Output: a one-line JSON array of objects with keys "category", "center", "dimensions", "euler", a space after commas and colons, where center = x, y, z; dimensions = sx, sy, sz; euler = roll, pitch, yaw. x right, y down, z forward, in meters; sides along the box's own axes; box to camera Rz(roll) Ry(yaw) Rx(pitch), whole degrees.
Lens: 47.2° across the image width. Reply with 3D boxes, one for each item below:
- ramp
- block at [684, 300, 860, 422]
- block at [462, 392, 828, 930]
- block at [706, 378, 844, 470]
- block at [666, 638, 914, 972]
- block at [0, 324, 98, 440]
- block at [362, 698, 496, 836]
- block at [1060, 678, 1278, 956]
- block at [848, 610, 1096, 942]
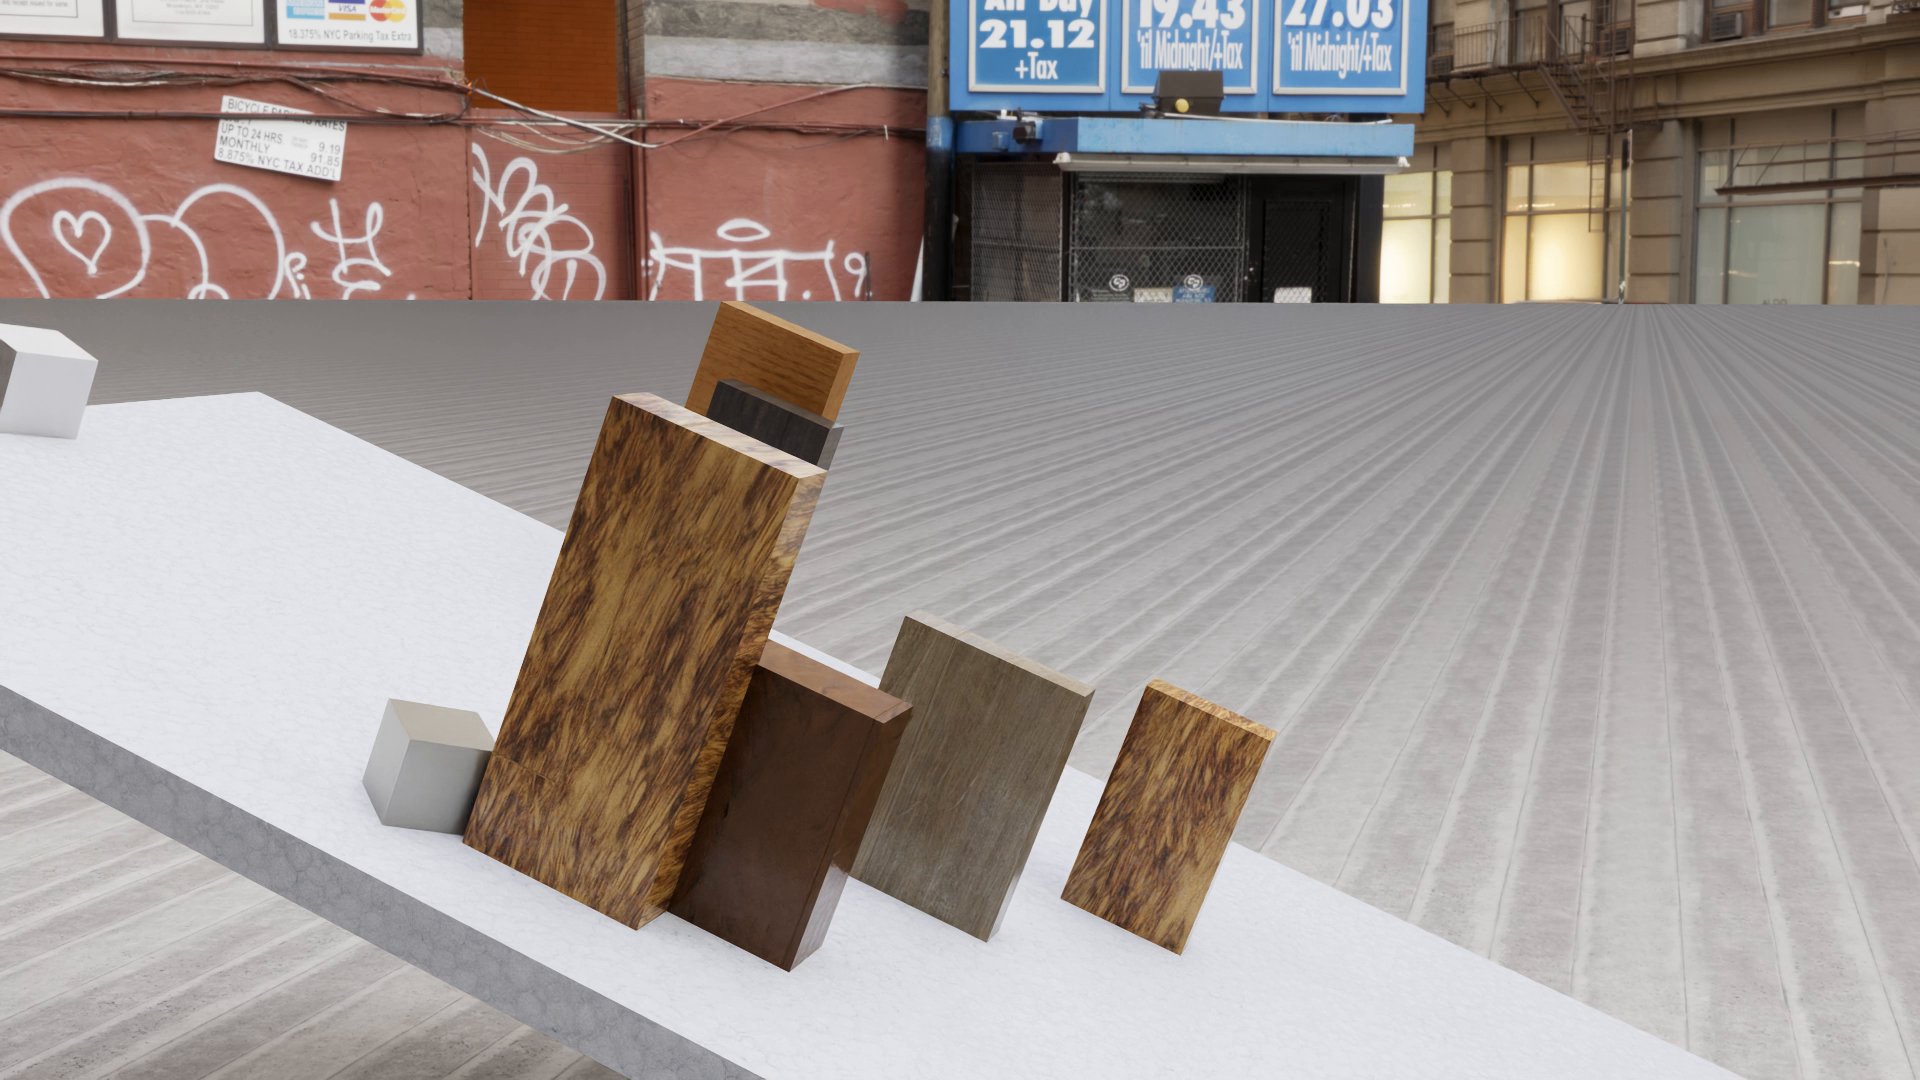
[{"category": "ramp", "center": [-0.317, 0.568, 4.201], "dimensions": [4.000, 0.100, 2.000], "euler": [24, 13, 13]}, {"category": "block", "center": [-0.499, -0.129, 4.901], "dimensions": [0.305, 0.741, 0.106], "euler": [24, 13, 13]}, {"category": "block", "center": [-0.503, 0.190, 3.473], "dimensions": [0.327, 0.775, 0.124], "euler": [24, 13, 13]}, {"category": "block", "center": [-0.485, -0.014, 4.746], "dimensions": [0.271, 0.607, 0.090], "euler": [24, 13, 13]}, {"category": "block", "center": [-0.319, 0.416, 3.576], "dimensions": [0.326, 0.446, 0.148], "euler": [24, 13, 13]}, {"category": "block", "center": [-1.990, -0.340, 4.691], "dimensions": [0.182, 0.182, 0.182], "euler": [30, 15, 35]}, {"category": "block", "center": [-0.861, 0.370, 3.578], "dimensions": [0.153, 0.153, 0.153], "euler": [13, 15, -31]}, {"category": "block", "center": [0.399, 0.529, 4.216], "dimensions": [0.255, 0.459, 0.084], "euler": [24, 13, 13]}, {"category": "block", "center": [-0.013, 0.421, 3.945], "dimensions": [0.352, 0.489, 0.080], "euler": [24, 13, 13]}]
